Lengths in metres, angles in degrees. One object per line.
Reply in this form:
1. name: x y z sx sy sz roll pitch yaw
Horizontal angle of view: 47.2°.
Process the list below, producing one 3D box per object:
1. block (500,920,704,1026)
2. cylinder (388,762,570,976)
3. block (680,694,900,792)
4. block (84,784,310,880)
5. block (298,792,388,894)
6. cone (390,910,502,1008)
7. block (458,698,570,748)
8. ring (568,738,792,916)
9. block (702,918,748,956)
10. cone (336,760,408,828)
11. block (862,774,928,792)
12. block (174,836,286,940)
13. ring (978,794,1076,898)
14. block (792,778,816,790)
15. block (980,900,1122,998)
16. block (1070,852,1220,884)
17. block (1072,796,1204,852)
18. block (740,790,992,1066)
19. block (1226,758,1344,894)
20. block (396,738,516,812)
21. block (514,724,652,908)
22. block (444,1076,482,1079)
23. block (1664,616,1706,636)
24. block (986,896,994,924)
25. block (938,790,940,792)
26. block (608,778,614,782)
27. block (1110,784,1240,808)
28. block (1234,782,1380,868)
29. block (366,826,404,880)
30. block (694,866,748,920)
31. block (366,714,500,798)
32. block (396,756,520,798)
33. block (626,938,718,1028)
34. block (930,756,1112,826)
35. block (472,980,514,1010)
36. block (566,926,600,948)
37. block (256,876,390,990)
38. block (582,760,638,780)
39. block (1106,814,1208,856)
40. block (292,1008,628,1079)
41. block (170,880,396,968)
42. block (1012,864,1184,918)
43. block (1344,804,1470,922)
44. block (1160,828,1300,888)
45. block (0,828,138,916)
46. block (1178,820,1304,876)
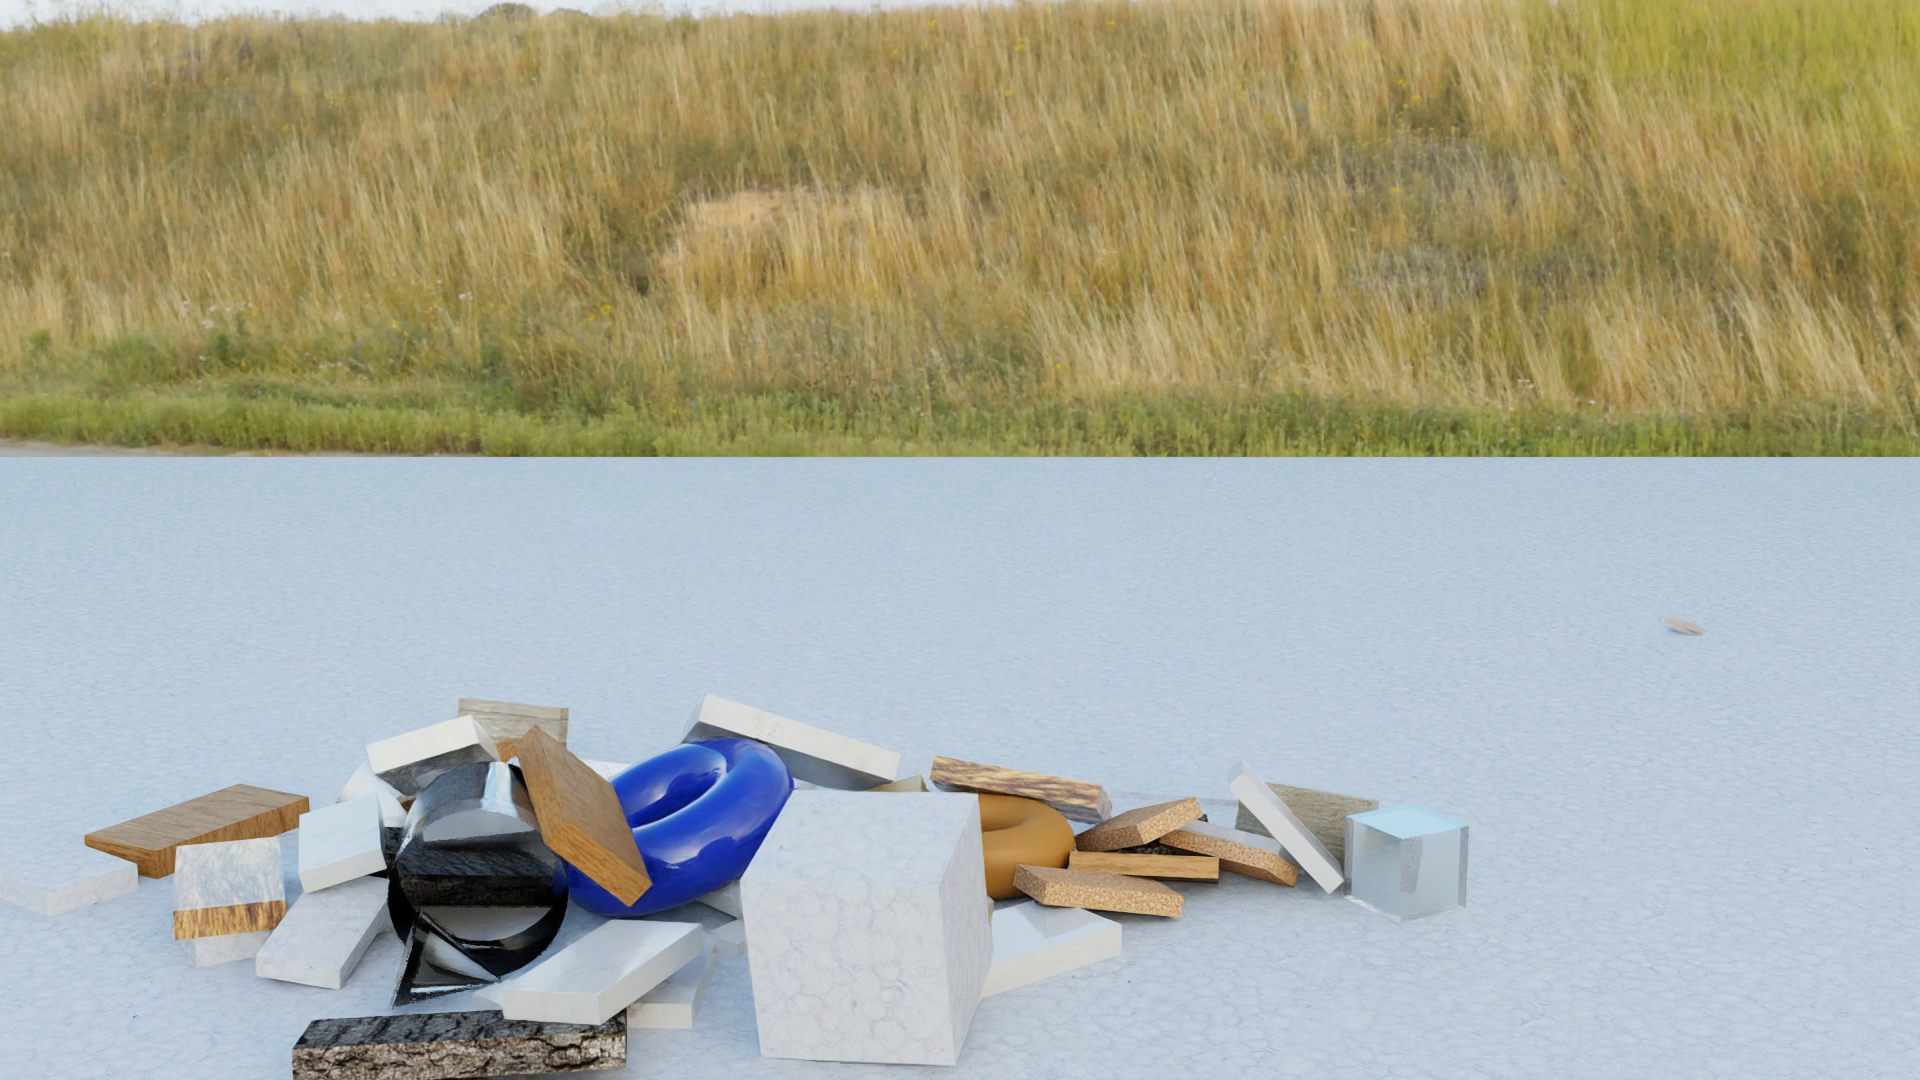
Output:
1. block: -0.500 0.607 3.108 0.150 0.043 0.301 -1 9 21
2. cylinder: -0.738 0.506 3.403 0.263 0.263 0.263 -2 11 -9
3. block: -0.295 0.361 3.812 0.350 0.050 0.175 18 -22 -11
4. block: -1.357 0.516 3.929 0.176 0.050 0.353 6 12 28
5. block: -0.991 0.483 3.526 0.128 0.036 0.256 -16 17 -12
6. cone: -0.739 0.629 3.214 0.147 0.147 0.147 17 6 -14
7. block: -0.903 0.387 4.427 0.236 0.118 0.033 4 -1 20
8. ring: -0.473 0.470 3.636 0.420 0.140 0.420 -20 19 7
9. block: -0.333 0.618 3.465 0.070 0.020 0.140 7 12 32
10. cone: -0.973 0.521 3.780 0.212 0.212 0.212 26 10 -3
11. block: -0.202 0.490 3.718 0.300 0.042 0.150 -17 21 7
12. block: -1.160 0.549 3.491 0.162 0.046 0.323 -4 11 -18
13. ring: 0.028 0.519 3.744 0.337 0.112 0.337 -1 10 0
14. block: -0.399 0.468 4.232 0.118 0.033 0.236 -10 15 -44
15. block: 0.065 0.624 3.354 0.338 0.048 0.169 -9 14 -39
16. block: 0.310 0.548 3.679 0.245 0.035 0.122 1 -12 7
17. block: 0.302 0.491 3.763 0.122 0.035 0.245 -21 -3 -26
18. block: -0.124 0.535 3.071 0.273 0.273 0.273 0 20 12
19. block: 0.545 0.479 3.694 0.035 0.245 0.122 -43 0 8
20. block: -0.923 0.437 3.971 0.128 0.036 0.273 -20 8 22
21. block: -0.593 0.427 3.440 0.175 0.050 0.350 43 1 -27
22. block: -0.687 0.733 2.831 0.175 0.025 0.087 -9 14 -40
23. block: 1.837 0.219 5.573 0.092 0.013 0.046 27 27 38
24. block: -0.116 0.514 3.475 0.150 0.043 0.374 -6 24 -35
25. block: 0.092 0.484 4.143 0.245 0.035 0.122 8 13 38
26. block: -0.767 0.484 3.861 0.338 0.048 0.169 -4 -25 -18
27. block: 0.472 0.490 4.174 0.371 0.013 0.046 3 11 15
28. block: 0.601 0.495 3.830 0.245 0.122 0.035 7 -4 33
29. block: -0.859 0.528 3.681 0.353 0.050 0.176 7 4 -34
30. block: -0.376 0.538 3.629 0.150 0.042 0.300 -32 22 -29
31. block: -0.832 0.346 3.501 0.162 0.046 0.323 -17 -11 -9
32. block: -0.886 0.474 4.068 0.337 0.048 0.169 -18 20 -42
33. block: -0.441 0.650 3.243 0.130 0.037 0.260 0 11 2
34. block: 0.109 0.446 3.895 0.301 0.043 0.150 8 -18 15
35. block: -0.634 0.671 3.179 0.139 0.020 0.070 9 14 40
36. block: -0.517 0.610 3.314 0.140 0.020 0.070 1 12 31
37. block: -0.966 0.593 3.371 0.128 0.036 0.256 9 22 3
38. block: -0.725 0.462 4.269 0.236 0.033 0.118 3 11 18
39. block: 0.346 0.527 3.870 0.107 0.030 0.214 -6 6 30
40. block: -0.666 0.680 2.968 0.427 0.050 0.175 -1 0 -8
41. block: -1.056 0.595 3.505 0.353 0.050 0.176 -6 12 -31
42. block: 0.223 0.565 3.544 0.245 0.035 0.122 9 2 -22
43. block: 0.732 0.529 3.613 0.140 0.140 0.140 -6 12 -29
44. block: 0.456 0.537 3.729 0.214 0.030 0.107 9 -18 39
45. block: -1.554 0.558 3.717 0.323 0.046 0.162 8 13 37
46. block: 0.478 0.524 3.774 0.214 0.030 0.107 9 -18 38
